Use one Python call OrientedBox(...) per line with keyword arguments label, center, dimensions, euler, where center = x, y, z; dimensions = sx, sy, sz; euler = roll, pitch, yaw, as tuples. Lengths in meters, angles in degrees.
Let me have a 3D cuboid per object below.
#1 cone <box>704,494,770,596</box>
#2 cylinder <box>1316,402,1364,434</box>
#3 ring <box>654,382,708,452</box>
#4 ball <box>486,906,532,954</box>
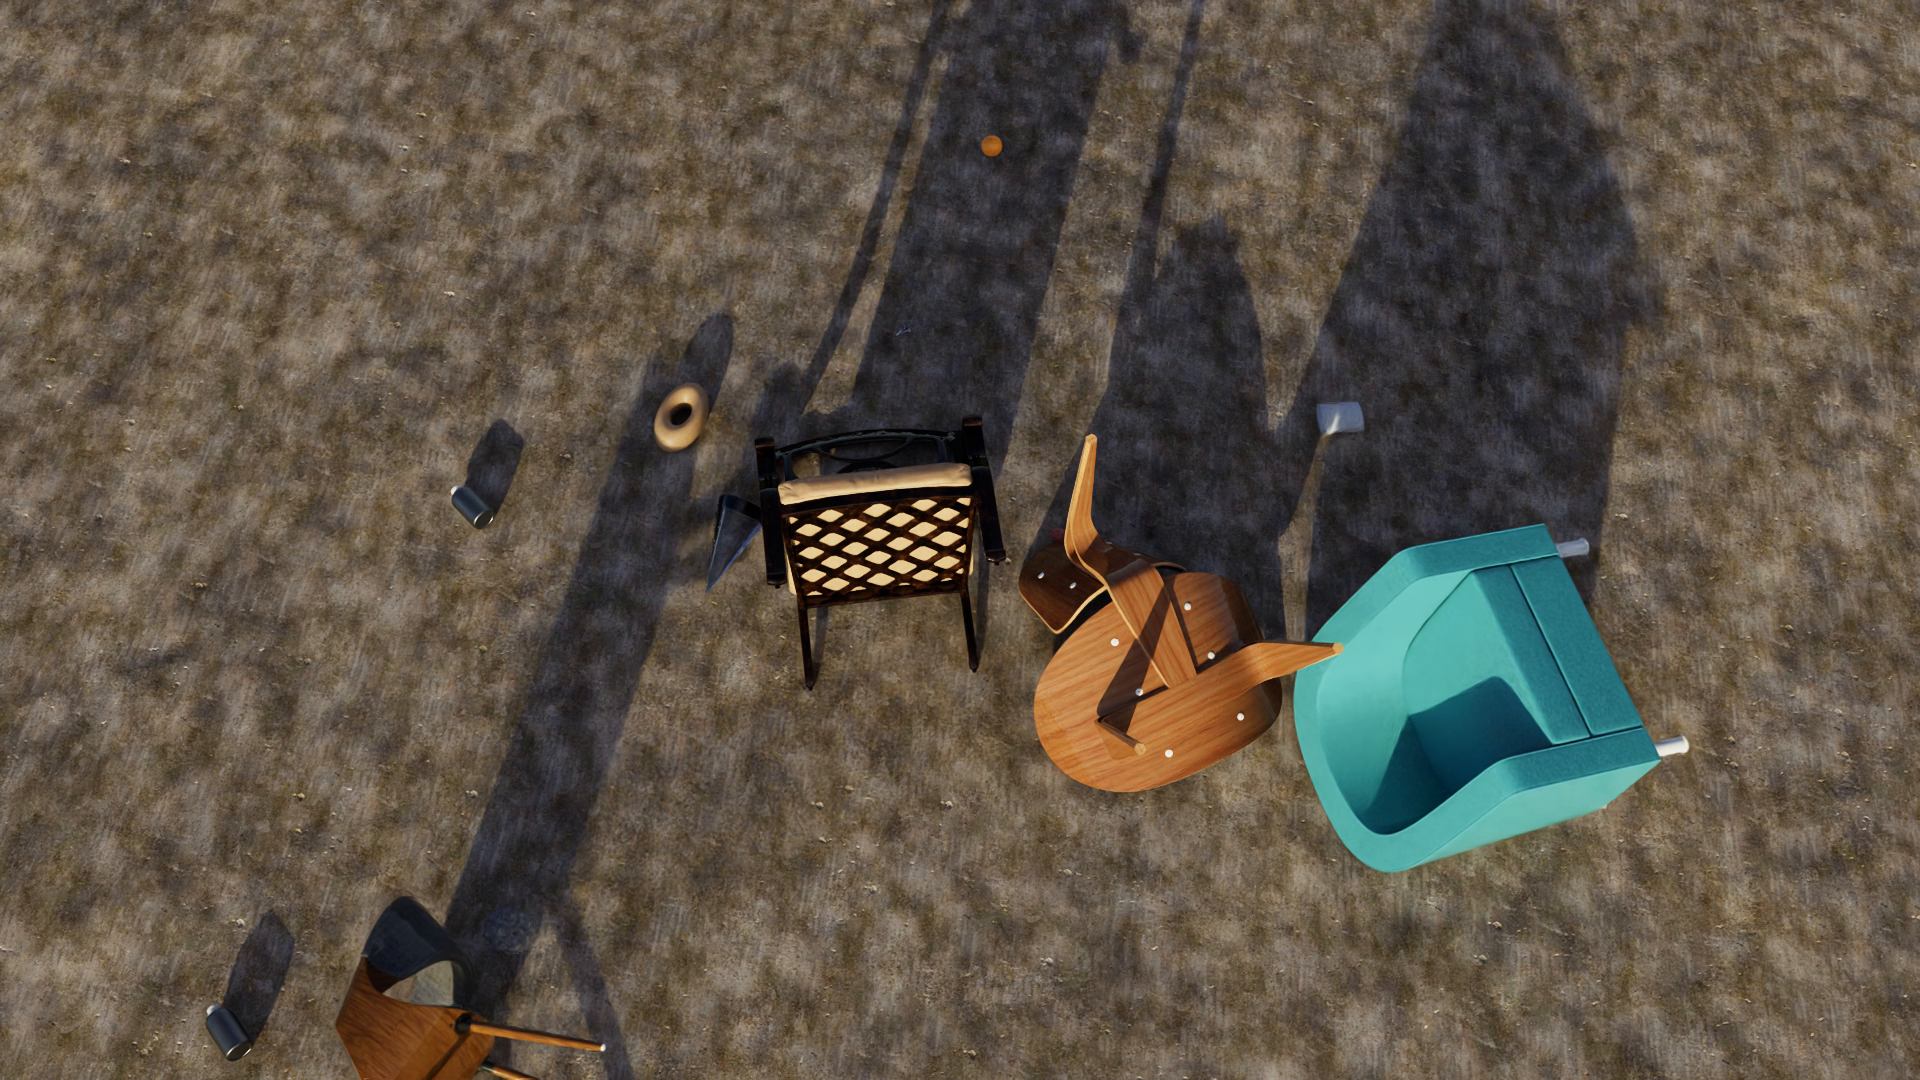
OrientedBox(label="cone", center=(-0.696, 0.034, 6.506), dimensions=(0.162, 0.148, 0.299), euler=(29, 72, -20))
OrientedBox(label="cylinder", center=(1.172, -0.376, 6.782), dimensions=(0.122, 0.067, 0.122), euler=(-4, 40, -3))
OrientedBox(label="ring", center=(-0.859, -0.379, 6.777), dimensions=(0.151, 0.086, 0.260), euler=(16, 57, 8))
OrientedBox(label="ball", center=(-1.192, 1.029, 5.809), dimensions=(0.123, 0.123, 0.123), euler=(0, 56, 0))
